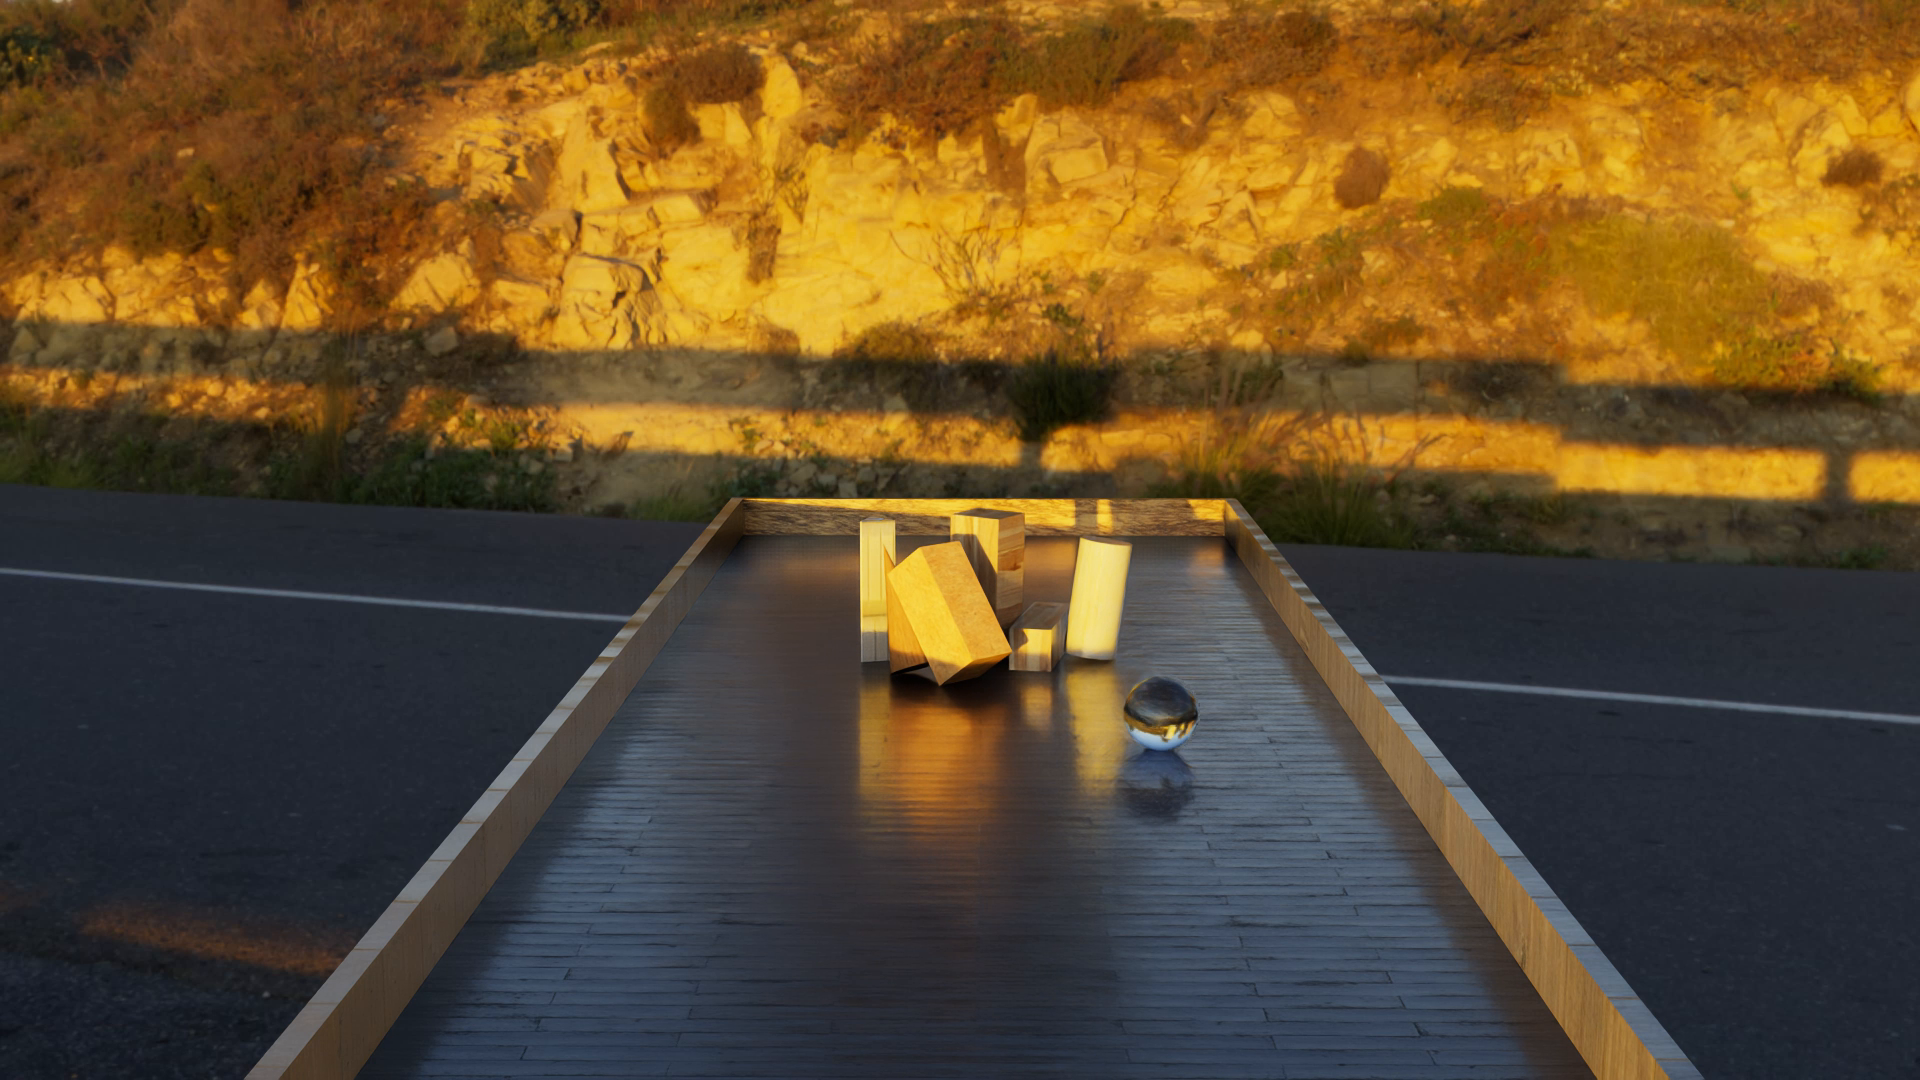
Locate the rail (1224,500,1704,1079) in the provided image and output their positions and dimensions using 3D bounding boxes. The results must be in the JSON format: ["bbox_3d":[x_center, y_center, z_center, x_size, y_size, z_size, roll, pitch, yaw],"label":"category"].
[{"bbox_3d":[1.046,0.843,3.208,0.050,0.150,12.000,0,9,1],"label":"rail"}]

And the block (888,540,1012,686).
[{"bbox_3d":[-0.031,0.212,6.405,0.165,0.370,0.165,-9,-23,-45],"label":"block"}]

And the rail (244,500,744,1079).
[{"bbox_3d":[-1.004,0.839,3.234,0.050,0.150,12.000,0,9,1],"label":"rail"}]

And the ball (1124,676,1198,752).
[{"bbox_3d":[0.512,0.443,5.609,0.189,0.189,0.189,0,9,0],"label":"ball"}]

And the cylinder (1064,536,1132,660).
[{"bbox_3d":[0.421,0.176,6.709,0.161,0.353,0.161,8,7,-1],"label":"cylinder"}]

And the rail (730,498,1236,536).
[{"bbox_3d":[0.099,-0.098,9.147,2.100,0.150,0.050,0,9,1],"label":"rail"}]

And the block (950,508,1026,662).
[{"bbox_3d":[0.080,0.137,6.715,0.165,0.443,0.165,7,11,30],"label":"block"}]

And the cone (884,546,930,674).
[{"bbox_3d":[-0.177,0.192,6.477,0.160,0.382,0.160,-15,-8,-2],"label":"cone"}]

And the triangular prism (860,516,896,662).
[{"bbox_3d":[-0.260,0.148,6.701,0.108,0.430,0.093,-3,9,-16],"label":"triangular prism"}]

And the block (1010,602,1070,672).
[{"bbox_3d":[0.252,0.294,6.752,0.126,0.126,0.436,2,9,11],"label":"block"}]
